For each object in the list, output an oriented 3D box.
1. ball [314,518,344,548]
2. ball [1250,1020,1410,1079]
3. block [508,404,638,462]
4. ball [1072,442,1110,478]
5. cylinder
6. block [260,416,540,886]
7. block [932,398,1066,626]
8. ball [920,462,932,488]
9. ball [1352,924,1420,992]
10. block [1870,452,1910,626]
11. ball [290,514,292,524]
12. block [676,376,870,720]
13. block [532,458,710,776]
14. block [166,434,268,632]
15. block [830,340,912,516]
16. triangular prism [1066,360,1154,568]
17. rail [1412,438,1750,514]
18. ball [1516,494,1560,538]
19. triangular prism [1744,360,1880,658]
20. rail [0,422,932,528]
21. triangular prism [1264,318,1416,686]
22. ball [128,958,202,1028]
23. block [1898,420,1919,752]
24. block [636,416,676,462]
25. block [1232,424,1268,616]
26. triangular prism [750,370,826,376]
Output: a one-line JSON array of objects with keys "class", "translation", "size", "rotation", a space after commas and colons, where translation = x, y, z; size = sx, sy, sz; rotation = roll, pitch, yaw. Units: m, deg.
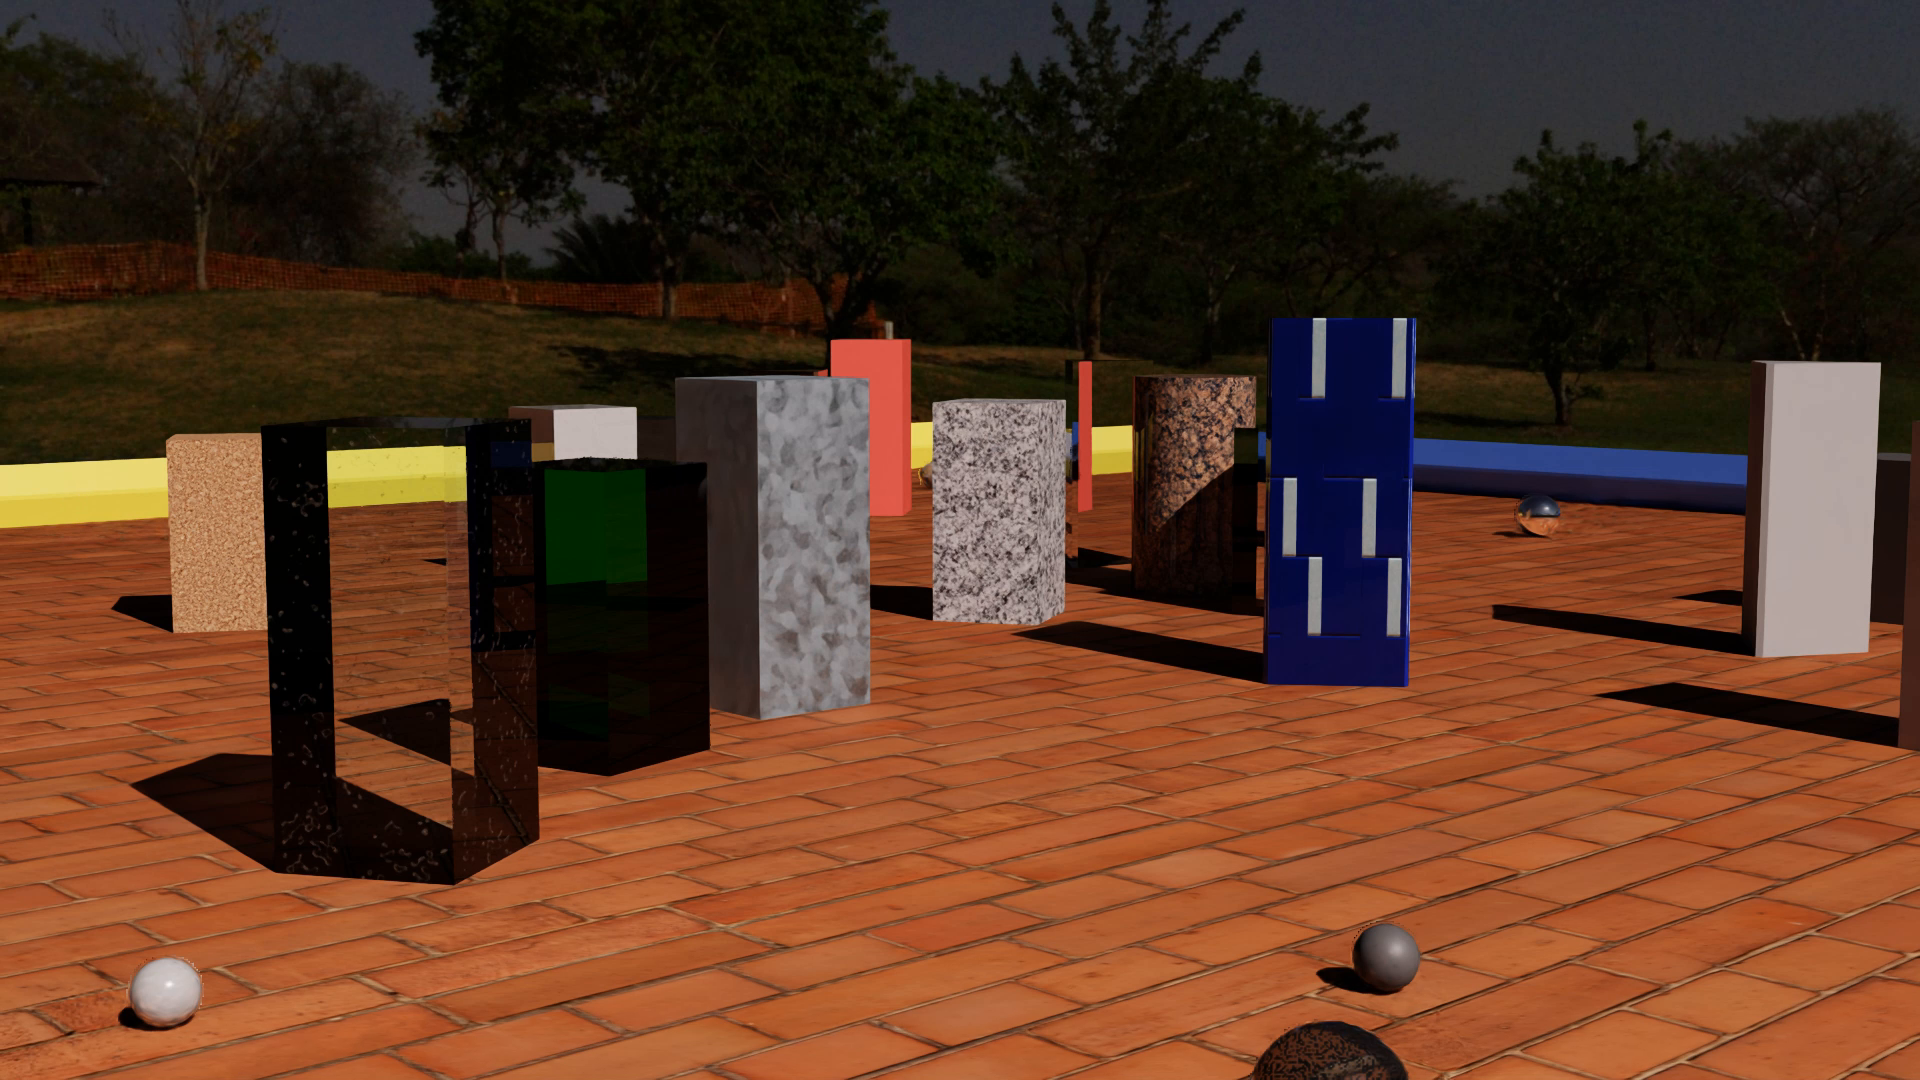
[{"class": "ball", "translation": [-1.182, -0.013, 4.119], "size": [0.055, 0.055, 0.055], "rotation": [0, 6, 0]}, {"class": "ball", "translation": [0.188, 0.287, 1.114], "size": [0.085, 0.085, 0.085], "rotation": [0, 6, 0]}, {"class": "block", "translation": [-0.648, -0.082, 3.688], "size": [0.155, 0.282, 0.155], "rotation": [-5, 8, -39]}, {"class": "ball", "translation": [0.345, -0.210, 5.792], "size": [0.097, 0.097, 0.097], "rotation": [0, 6, 0]}, {"class": "cylinder", "translation": [0.368, -0.089, 3.473], "size": [0.193, 0.340, 0.193], "rotation": [0, 6, 0]}, {"class": "block", "translation": [-0.448, 0.082, 1.779], "size": [0.155, 0.354, 0.155], "rotation": [2, 6, 14]}, {"class": "block", "translation": [0.058, -0.045, 3.186], "size": [0.155, 0.312, 0.155], "rotation": [2, 6, 17]}, {"class": "ball", "translation": [-0.063, -0.160, 5.454], "size": [0.068, 0.068, 0.068], "rotation": [0, 6, 0]}, {"class": "ball", "translation": [0.279, 0.274, 1.441], "size": [0.044, 0.044, 0.044], "rotation": [0, 6, 0]}, {"class": "block", "translation": [1.366, -0.003, 3.174], "size": [0.155, 0.232, 0.155], "rotation": [-5, 8, -41]}, {"class": "ball", "translation": [-1.321, -0.040, 4.179], "size": [0.096, 0.096, 0.096], "rotation": [0, 6, 0]}, {"class": "block", "translation": [-0.211, 0.001, 2.480], "size": [0.155, 0.368, 0.155], "rotation": [-5, 8, -41]}, {"class": "block", "translation": [-0.360, 0.070, 2.191], "size": [0.155, 0.292, 0.155], "rotation": [4, 7, 32]}, {"class": "block", "translation": [-1.030, -0.014, 3.113], "size": [0.155, 0.266, 0.155], "rotation": [-2, 6, -15]}, {"class": "block", "translation": [-0.193, -0.249, 4.815], "size": [0.155, 0.378, 0.155], "rotation": [1, 6, 6]}, {"class": "triangular prism", "translation": [0.230, -0.140, 3.883], "size": [0.167, 0.355, 0.145], "rotation": [-4, 7, -32]}, {"class": "rail", "translation": [1.640, -0.125, 4.837], "size": [0.045, 0.126, 4.353], "rotation": [-6, 8, -42]}, {"class": "ball", "translation": [1.134, -0.048, 4.307], "size": [0.084, 0.084, 0.084], "rotation": [0, 6, 0]}, {"class": "triangular prism", "translation": [1.084, -0.046, 2.894], "size": [0.167, 0.376, 0.145], "rotation": [-2, 6, -17]}, {"class": "rail", "translation": [-1.460, -0.133, 4.905], "size": [4.509, 0.126, 0.045], "rotation": [-6, 8, -42]}, {"class": "triangular prism", "translation": [0.455, -0.051, 2.660], "size": [0.167, 0.434, 0.145], "rotation": [1, 6, 7]}, {"class": "ball", "translation": [-0.494, 0.282, 1.368], "size": [0.043, 0.043, 0.043], "rotation": [0, 6, 0]}, {"class": "block", "translation": [1.063, 0.048, 2.205], "size": [0.155, 0.333, 0.155], "rotation": [-4, 7, -36]}, {"class": "block", "translation": [-0.601, -0.109, 4.127], "size": [0.155, 0.243, 0.155], "rotation": [1, 6, 12]}, {"class": "block", "translation": [0.503, -0.030, 3.234], "size": [0.155, 0.273, 0.155], "rotation": [3, 7, 28]}, {"class": "triangular prism", "translation": [-0.318, -0.188, 4.509], "size": [0.167, 0.320, 0.145], "rotation": [4, 7, 33]}]
